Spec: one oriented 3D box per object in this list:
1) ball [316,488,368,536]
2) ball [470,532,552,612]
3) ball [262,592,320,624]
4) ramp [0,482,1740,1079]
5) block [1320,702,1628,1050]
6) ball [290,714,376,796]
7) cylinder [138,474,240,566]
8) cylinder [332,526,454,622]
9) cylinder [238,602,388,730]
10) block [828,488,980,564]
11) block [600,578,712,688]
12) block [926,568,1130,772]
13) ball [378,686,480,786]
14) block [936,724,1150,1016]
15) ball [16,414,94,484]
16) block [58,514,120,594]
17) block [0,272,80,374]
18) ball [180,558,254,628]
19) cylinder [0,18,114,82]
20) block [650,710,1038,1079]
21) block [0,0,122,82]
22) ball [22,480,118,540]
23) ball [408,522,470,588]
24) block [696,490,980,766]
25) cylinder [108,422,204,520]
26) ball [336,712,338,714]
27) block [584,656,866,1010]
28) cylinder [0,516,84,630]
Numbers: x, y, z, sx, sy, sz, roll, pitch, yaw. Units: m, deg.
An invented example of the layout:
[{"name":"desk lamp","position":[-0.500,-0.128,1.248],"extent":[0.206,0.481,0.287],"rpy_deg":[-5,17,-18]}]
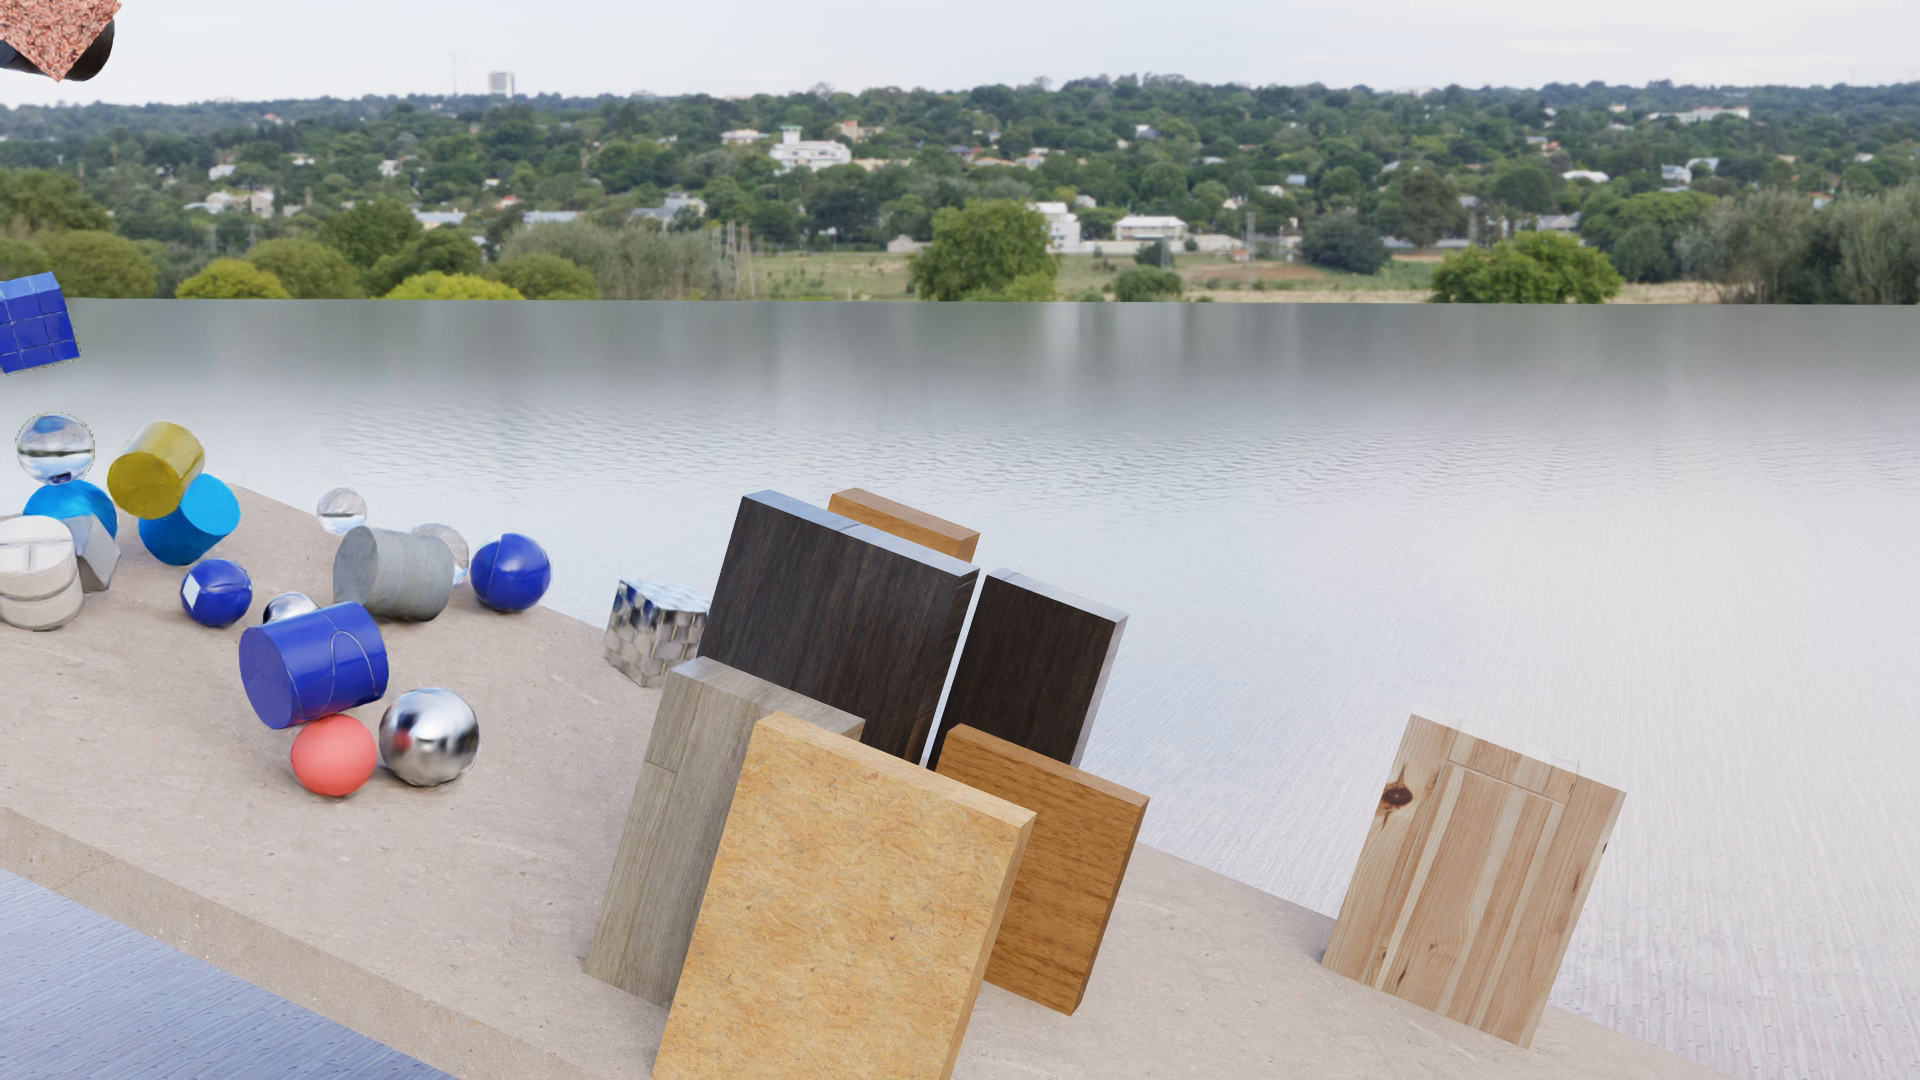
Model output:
[{"name":"ball","position":[-1.447,-0.066,5.148],"extent":[0.114,0.114,0.114],"rpy_deg":[0,7,0]},{"name":"ball","position":[-1.077,0.078,5.272],"extent":[0.193,0.193,0.193],"rpy_deg":[0,7,0]},{"name":"ball","position":[-1.388,0.169,4.575],"extent":[0.122,0.122,0.122],"rpy_deg":[0,7,0]},{"name":"ramp","position":[-0.360,0.683,4.228],"extent":[4.000,0.100,2.000],"rpy_deg":[20,12,14]},{"name":"block","position":[1.060,0.691,4.553],"extent":[0.448,0.576,0.123],"rpy_deg":[20,12,14]},{"name":"ball","position":[-1.115,0.383,3.917],"extent":[0.147,0.147,0.147],"rpy_deg":[0,7,0]},{"name":"cylinder","position":[-1.707,-0.045,4.871],"extent":[0.155,0.155,0.155],"rpy_deg":[-31,-11,30]},{"name":"cylinder","position":[-1.270,0.076,4.928],"extent":[0.192,0.192,0.192],"rpy_deg":[11,-3,-44]},{"name":"cylinder","position":[-1.143,0.221,3.891],"extent":[0.187,0.187,0.187],"rpy_deg":[-17,17,-42]},{"name":"block","position":[-0.204,0.243,4.660],"extent":[0.292,0.638,0.147],"rpy_deg":[20,12,14]},{"name":"block","position":[-0.693,0.222,5.156],"extent":[0.193,0.193,0.193],"rpy_deg":[7,16,-41]},{"name":"block","position":[0.103,0.400,4.399],"extent":[0.275,0.627,0.114],"rpy_deg":[20,12,14]},{"name":"ball","position":[-0.987,0.366,4.088],"extent":[0.185,0.185,0.185],"rpy_deg":[0,7,0]},{"name":"block","position":[0.100,0.598,4.006],"extent":[0.375,0.415,0.080],"rpy_deg":[20,12,14]},{"name":"ball","position":[-1.805,-0.181,4.387],"extent":[0.142,0.142,0.142],"rpy_deg":[0,7,0]},{"name":"block","position":[-1.775,0.032,4.414],"extent":[0.109,0.109,0.109],"rpy_deg":[-8,48,6]},{"name":"block","position":[-1.979,-0.463,4.668],"extent":[0.152,0.152,0.152],"rpy_deg":[-17,27,-23]},{"name":"ball","position":[-1.545,0.110,4.571],"extent":[0.144,0.144,0.144],"rpy_deg":[0,7,0]},{"name":"cylinder","position":[-1.817,-1.018,4.340],"extent":[0.197,0.197,0.197],"rpy_deg":[4,4,29]},{"name":"block","position":[-0.176,0.596,3.215],"extent":[0.415,0.578,0.089],"rpy_deg":[20,12,14]},{"name":"block","position":[-1.715,-0.993,4.132],"extent":[0.186,0.186,0.186],"rpy_deg":[40,-6,-24]},{"name":"ball","position":[-1.883,-0.036,4.653],"extent":[0.188,0.188,0.188],"rpy_deg":[0,7,0]},{"name":"ball","position":[-1.253,0.044,5.235],"extent":[0.170,0.170,0.170],"rpy_deg":[0,7,0]},{"name":"block","position":[-0.278,0.325,3.953],"extent":[0.420,0.727,0.127],"rpy_deg":[20,12,14]},{"name":"cylinder","position":[-1.703,-0.148,4.661],"extent":[0.156,0.156,0.156],"rpy_deg":[0,27,0]},{"name":"ball","position":[-1.243,0.258,4.252],"extent":[0.172,0.172,0.172],"rpy_deg":[0,7,0]},{"name":"block","position":[-0.379,0.492,3.522],"extent":[0.293,0.530,0.130],"rpy_deg":[20,12,14]},{"name":"cylinder","position":[-1.790,0.063,4.251],"extent":[0.158,0.158,0.158],"rpy_deg":[6,45,-6]}]
